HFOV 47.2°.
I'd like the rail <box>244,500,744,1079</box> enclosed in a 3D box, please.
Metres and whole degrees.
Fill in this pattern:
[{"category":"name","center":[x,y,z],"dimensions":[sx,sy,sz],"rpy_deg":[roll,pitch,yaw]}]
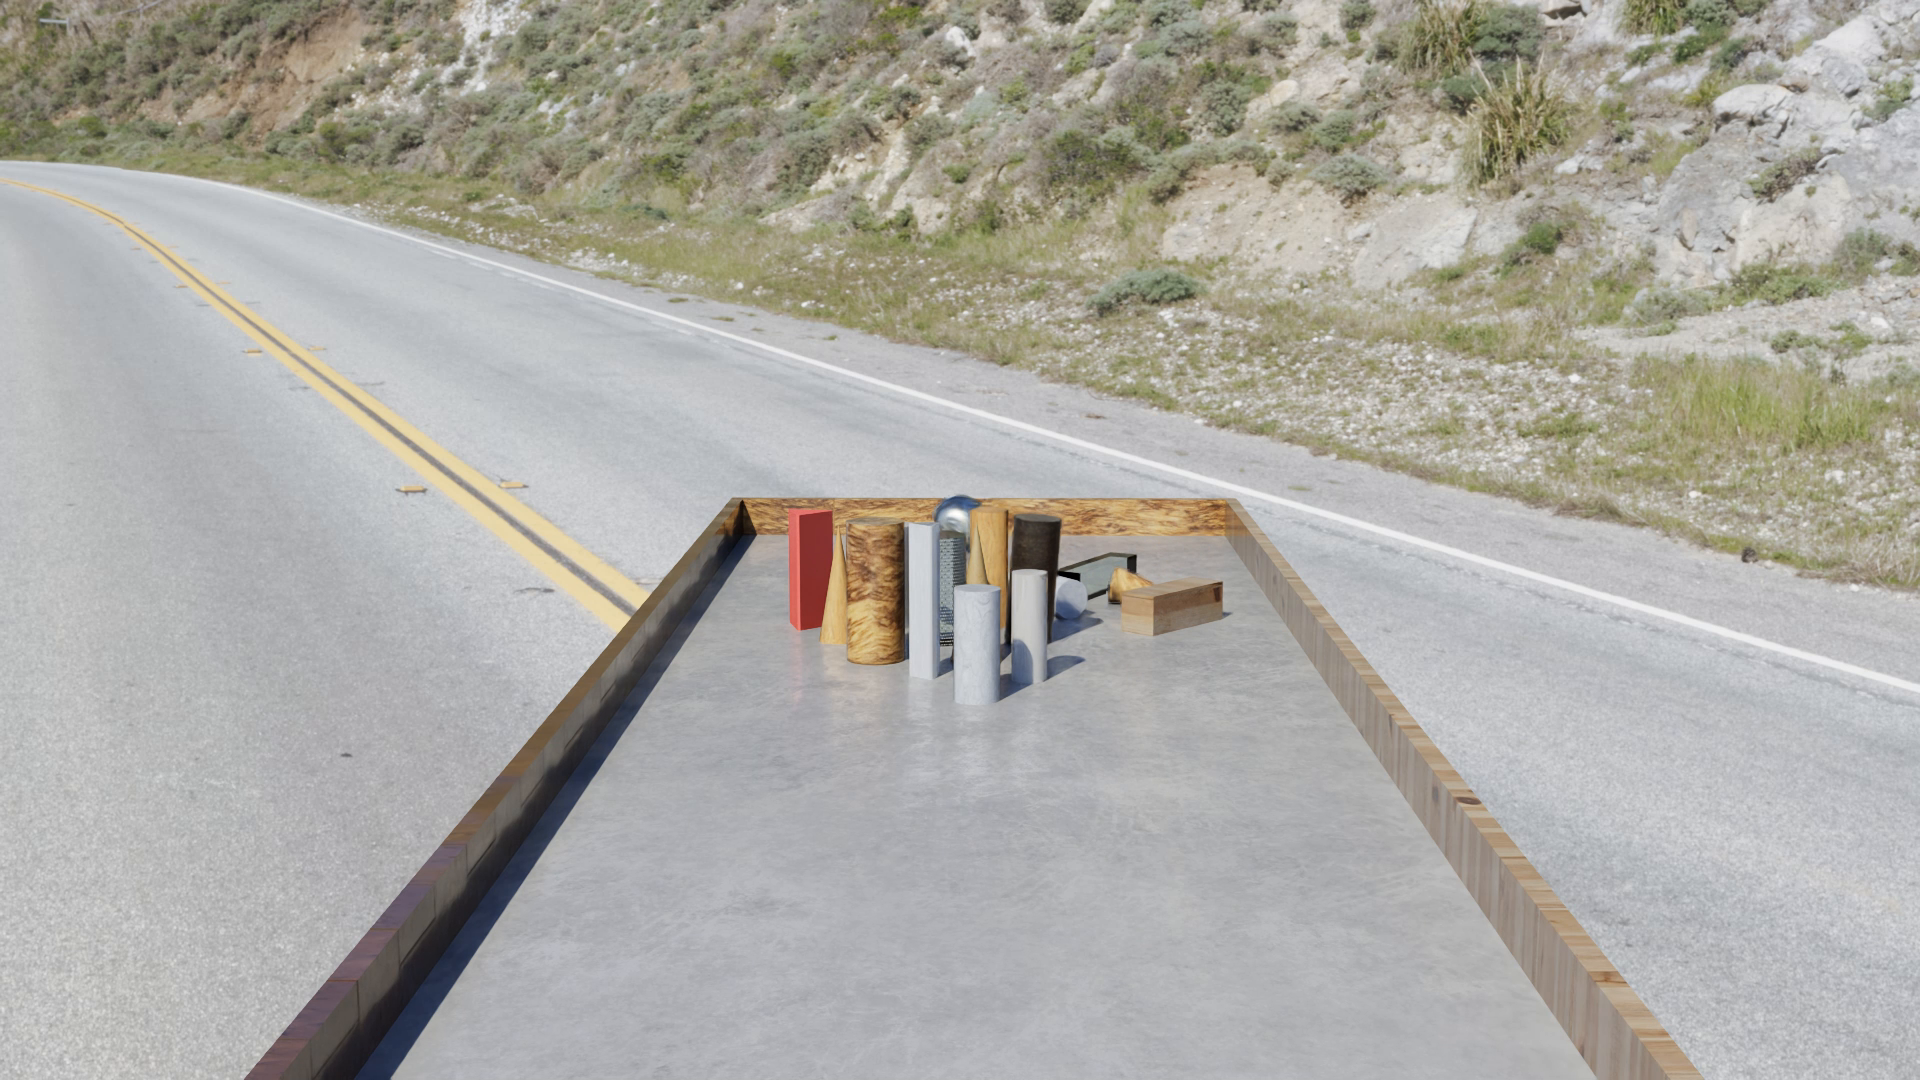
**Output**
[{"category":"rail","center":[-1.004,0.839,3.234],"dimensions":[0.050,0.150,12.000],"rpy_deg":[0,9,1]}]

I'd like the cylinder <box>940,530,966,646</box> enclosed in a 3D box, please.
[{"category":"cylinder","center":[-0.061,0.152,6.956],"dimensions":[0.166,0.342,0.166],"rpy_deg":[0,9,0]}]

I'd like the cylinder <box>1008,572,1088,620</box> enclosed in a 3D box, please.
[{"category":"cylinder","center":[0.288,0.177,7.465],"dimensions":[0.133,0.133,0.315],"rpy_deg":[-6,11,-32]}]

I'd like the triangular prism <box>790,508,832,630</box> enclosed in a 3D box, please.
[{"category":"triangular prism","center":[-0.516,0.092,7.218],"dimensions":[0.150,0.379,0.130],"rpy_deg":[-9,13,-44]}]

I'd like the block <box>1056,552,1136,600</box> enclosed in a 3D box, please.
[{"category":"block","center":[0.484,0.131,7.843],"dimensions":[0.105,0.105,0.456],"rpy_deg":[5,10,29]}]

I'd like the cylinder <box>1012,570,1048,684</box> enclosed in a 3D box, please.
[{"category":"cylinder","center":[0.202,0.251,6.411],"dimensions":[0.105,0.318,0.105],"rpy_deg":[0,9,0]}]

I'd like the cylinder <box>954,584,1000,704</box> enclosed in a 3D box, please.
[{"category":"cylinder","center":[0.048,0.291,6.156],"dimensions":[0.131,0.318,0.131],"rpy_deg":[0,9,0]}]

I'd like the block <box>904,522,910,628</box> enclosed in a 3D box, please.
[{"category":"block","center":[-0.229,0.114,7.218],"dimensions":[0.157,0.335,0.157],"rpy_deg":[7,11,36]}]

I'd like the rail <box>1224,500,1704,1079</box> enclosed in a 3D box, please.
[{"category":"rail","center":[1.046,0.843,3.208],"dimensions":[0.050,0.150,12.000],"rpy_deg":[0,9,1]}]

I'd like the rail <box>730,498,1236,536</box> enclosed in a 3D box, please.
[{"category":"rail","center":[0.099,-0.098,9.147],"dimensions":[2.100,0.150,0.050],"rpy_deg":[0,9,1]}]

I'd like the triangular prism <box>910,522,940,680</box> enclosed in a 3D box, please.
[{"category":"triangular prism","center":[-0.089,0.175,6.452],"dimensions":[0.091,0.454,0.079],"rpy_deg":[9,13,44]}]

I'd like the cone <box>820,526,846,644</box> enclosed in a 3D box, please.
[{"category":"cone","center":[-0.383,0.133,6.966],"dimensions":[0.130,0.377,0.130],"rpy_deg":[0,9,0]}]

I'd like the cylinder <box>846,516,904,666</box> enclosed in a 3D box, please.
[{"category":"cylinder","center":[-0.257,0.153,6.679],"dimensions":[0.178,0.427,0.178],"rpy_deg":[0,9,0]}]

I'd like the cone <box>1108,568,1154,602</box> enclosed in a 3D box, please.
[{"category":"cone","center":[0.692,0.191,7.602],"dimensions":[0.340,0.126,0.126],"rpy_deg":[13,11,10]}]

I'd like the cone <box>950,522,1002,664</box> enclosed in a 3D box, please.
[{"category":"cone","center":[0.050,0.154,6.658],"dimensions":[0.159,0.433,0.159],"rpy_deg":[0,9,0]}]

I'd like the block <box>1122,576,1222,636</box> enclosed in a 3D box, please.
[{"category":"block","center":[0.700,0.216,7.233],"dimensions":[0.129,0.129,0.384],"rpy_deg":[8,12,41]}]

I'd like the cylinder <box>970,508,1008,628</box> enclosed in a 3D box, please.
[{"category":"cylinder","center":[0.096,0.092,7.197],"dimensions":[0.124,0.386,0.124],"rpy_deg":[0,9,0]}]

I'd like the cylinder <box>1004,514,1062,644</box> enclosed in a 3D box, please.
[{"category":"cylinder","center":[0.229,0.124,6.936],"dimensions":[0.150,0.395,0.150],"rpy_deg":[4,10,-1]}]

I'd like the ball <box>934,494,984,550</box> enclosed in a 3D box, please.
[{"category":"ball","center":[0.004,-0.069,8.737],"dimensions":[0.221,0.221,0.221],"rpy_deg":[0,9,0]}]
